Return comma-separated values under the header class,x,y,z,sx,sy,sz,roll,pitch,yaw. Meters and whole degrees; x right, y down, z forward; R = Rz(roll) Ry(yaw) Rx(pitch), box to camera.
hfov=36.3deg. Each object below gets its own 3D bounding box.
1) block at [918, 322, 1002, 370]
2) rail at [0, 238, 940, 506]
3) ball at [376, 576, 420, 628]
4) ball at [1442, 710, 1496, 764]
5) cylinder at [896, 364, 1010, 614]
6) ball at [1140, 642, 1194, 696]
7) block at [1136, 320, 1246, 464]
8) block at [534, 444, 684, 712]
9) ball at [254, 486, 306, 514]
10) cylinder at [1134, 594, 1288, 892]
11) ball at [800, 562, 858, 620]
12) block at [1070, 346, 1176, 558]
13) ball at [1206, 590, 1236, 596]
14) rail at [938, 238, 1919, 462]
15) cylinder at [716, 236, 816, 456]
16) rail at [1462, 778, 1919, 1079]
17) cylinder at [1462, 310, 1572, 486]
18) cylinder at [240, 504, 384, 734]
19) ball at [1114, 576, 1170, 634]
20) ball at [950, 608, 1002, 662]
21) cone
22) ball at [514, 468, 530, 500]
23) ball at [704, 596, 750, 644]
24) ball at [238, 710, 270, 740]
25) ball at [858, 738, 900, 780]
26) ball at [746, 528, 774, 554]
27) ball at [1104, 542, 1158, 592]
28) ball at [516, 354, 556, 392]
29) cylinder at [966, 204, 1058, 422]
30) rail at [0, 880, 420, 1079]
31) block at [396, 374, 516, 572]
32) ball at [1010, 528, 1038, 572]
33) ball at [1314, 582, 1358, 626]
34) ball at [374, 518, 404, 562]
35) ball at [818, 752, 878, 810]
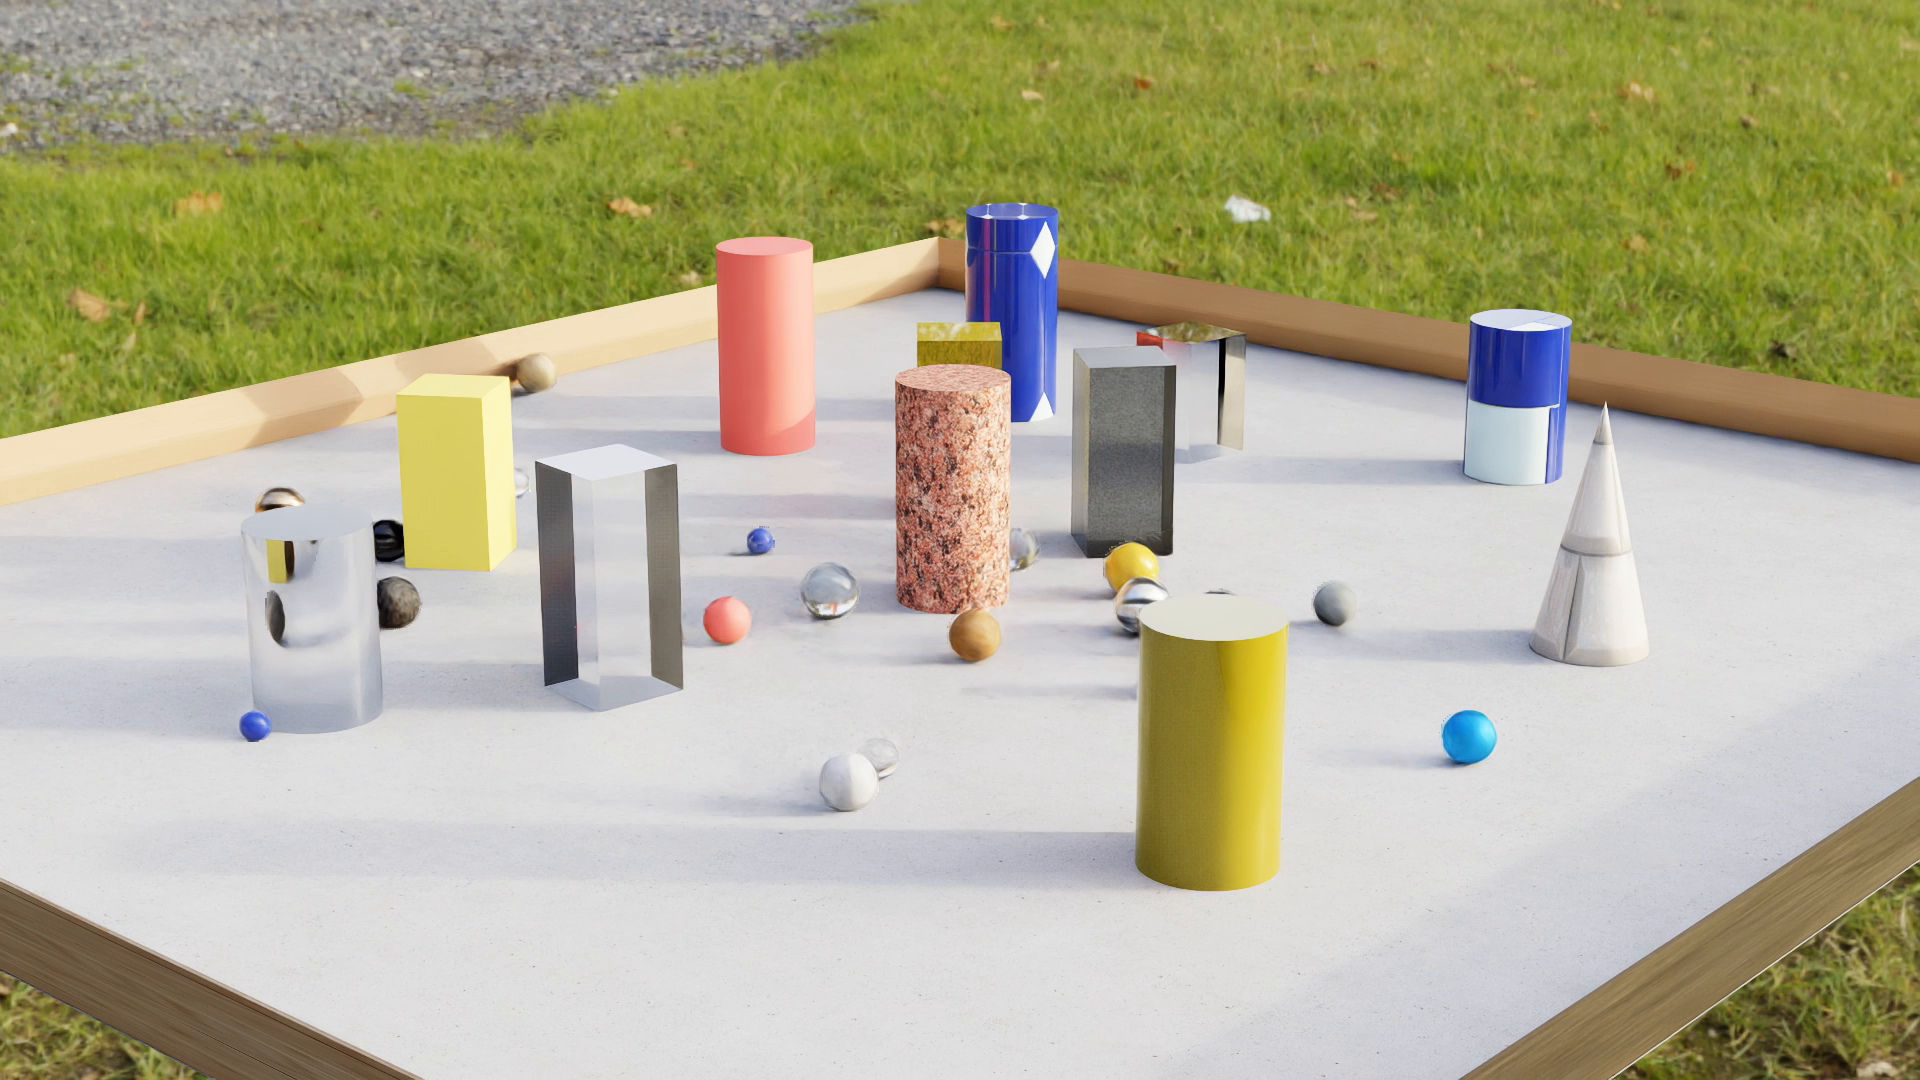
class,x,y,z,sx,sy,sz,roll,pitch,yaw
block,-0.002,-0.228,5.606,0.159,0.349,0.159,0,17,-1
rail,-1.317,-0.298,6.215,0.045,0.129,3.897,14,22,39
ball,-0.956,0.106,4.950,0.088,0.088,0.088,0,17,0
ball,0.755,0.292,4.346,0.080,0.080,0.080,0,17,0
cylinder,-0.012,-0.089,5.067,0.198,0.394,0.198,0,17,0
ball,0.327,0.203,4.627,0.087,0.087,0.087,0,17,0
block,0.473,-0.306,6.035,0.159,0.250,0.159,-14,22,-39
block,-0.551,0.057,4.615,0.159,0.374,0.159,-14,22,-39
ball,-1.266,-0.054,5.467,0.096,0.096,0.096,0,17,0
cylinder,0.337,0.271,3.945,0.198,0.352,0.198,0,17,0
ball,-0.222,0.087,4.995,0.098,0.098,0.098,0,17,0
block,0.298,-0.162,5.374,0.159,0.356,0.159,-3,17,-8
ball,0.428,0.132,4.845,0.099,0.099,0.099,0,17,0
rail,1.262,-0.387,6.511,3.536,0.129,0.045,14,22,39
cylinder,-0.401,-0.402,6.061,0.198,0.419,0.198,0,17,0
rail,1.317,0.362,4.025,0.045,0.129,3.897,14,22,39
cylinder,1.112,-0.286,5.857,0.198,0.315,0.198,0,17,0
cylinder,-0.997,0.120,4.521,0.198,0.308,0.198,0,17,0
ball,0.307,0.110,4.922,0.096,0.096,0.096,0,17,0
ball,0.025,0.155,4.789,0.086,0.086,0.086,0,17,0
cone,1.044,-0.023,4.801,0.198,0.421,0.198,0,17,0
ball,-0.871,-0.111,5.710,0.064,0.064,0.064,0,17,0
ball,-0.388,0.133,4.875,0.078,0.078,0.078,0,17,0
ball,-1.069,0.280,4.442,0.047,0.047,0.047,0,17,0
ball,-0.120,0.320,4.284,0.063,0.063,0.063,0,17,0
ball,-0.366,0.002,5.361,0.050,0.050,0.050,0,17,0
ball,0.299,0.052,5.118,0.094,0.094,0.094,0,17,0
ball,-0.945,-0.373,6.539,0.088,0.088,0.088,0,17,0
cylinder,0.111,-0.491,6.320,0.198,0.440,0.198,0,17,0
rail,-1.262,0.451,3.728,3.536,0.129,0.045,14,22,39
block,-0.909,-0.123,5.306,0.159,0.321,0.159,3,17,9
ball,0.103,0.018,5.262,0.077,0.077,0.077,0,17,0
ball,0.636,0.109,4.965,0.073,0.073,0.073,0,17,0
ball,-1.039,0.000,5.315,0.080,0.080,0.080,0,17,0
ball,-0.159,0.343,4.171,0.084,0.084,0.084,0,17,0
